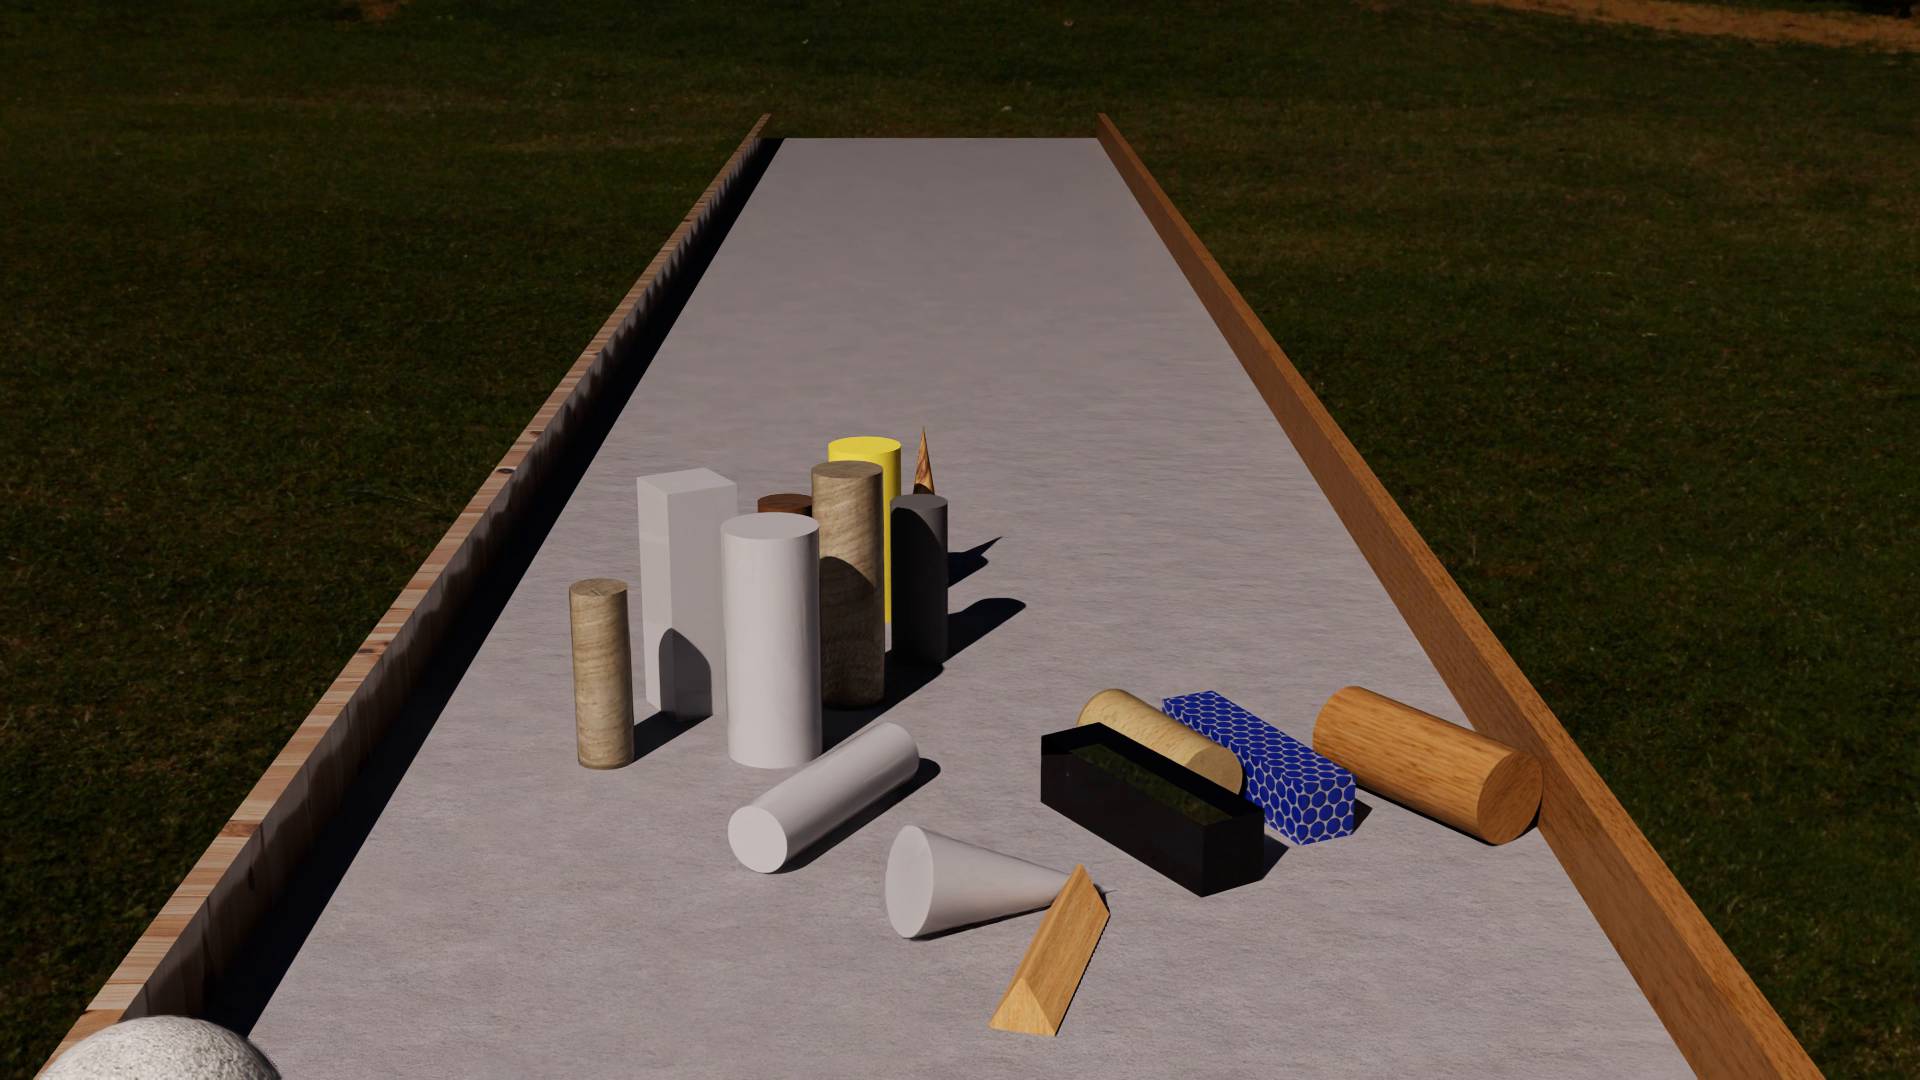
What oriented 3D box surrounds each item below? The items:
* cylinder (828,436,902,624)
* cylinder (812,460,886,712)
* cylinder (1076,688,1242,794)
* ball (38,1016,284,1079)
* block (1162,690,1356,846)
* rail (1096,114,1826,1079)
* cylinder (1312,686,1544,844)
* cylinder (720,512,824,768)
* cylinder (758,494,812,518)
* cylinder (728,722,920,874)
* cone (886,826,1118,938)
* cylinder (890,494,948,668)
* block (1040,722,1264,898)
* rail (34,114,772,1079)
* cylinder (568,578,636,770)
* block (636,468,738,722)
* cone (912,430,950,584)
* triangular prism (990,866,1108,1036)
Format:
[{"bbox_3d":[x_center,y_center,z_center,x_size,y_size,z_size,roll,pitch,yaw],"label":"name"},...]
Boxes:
[{"bbox_3d":[-0.199,-0.020,4.645,0.152,0.370,0.152,0,17,0],"label":"cylinder"},{"bbox_3d":[-0.209,0.086,4.141,0.134,0.454,0.134,0,17,0],"label":"cylinder"},{"bbox_3d":[0.337,0.366,3.762,0.134,0.134,0.311,-9,19,-27],"label":"cylinder"},{"bbox_3d":[-0.880,0.678,2.409,0.307,0.307,0.307,0,17,0],"label":"ball"},{"bbox_3d":[0.502,0.383,3.758,0.103,0.103,0.440,-8,18,-25],"label":"block"},{"bbox_3d":[0.932,-0.844,7.801,0.050,0.150,12.000,0,17,-1],"label":"rail"},{"bbox_3d":[0.780,0.373,3.694,0.158,0.158,0.371,-12,20,-34],"label":"cylinder"},{"bbox_3d":[-0.332,0.176,3.896,0.172,0.420,0.172,0,17,0],"label":"cylinder"},{"bbox_3d":[-0.340,0.083,4.362,0.115,0.333,0.115,0,17,0],"label":"cylinder"},{"bbox_3d":[-0.218,0.419,3.622,0.112,0.112,0.410,9,19,28],"label":"cylinder"},{"bbox_3d":[0.085,0.523,3.328,0.360,0.165,0.165,7,12,-26],"label":"cone"},{"bbox_3d":[-0.081,0.080,4.384,0.114,0.326,0.114,0,17,0],"label":"cylinder"},{"bbox_3d":[0.304,0.430,3.569,0.120,0.120,0.438,-10,19,-31],"label":"block"},{"bbox_3d":[-1.118,-0.838,7.780,0.050,0.150,12.000,0,17,-1],"label":"rail"},{"bbox_3d":[-0.628,0.236,3.867,0.101,0.322,0.101,0,17,0],"label":"cylinder"},{"bbox_3d":[-0.504,0.101,4.114,0.139,0.440,0.139,-10,19,-29],"label":"block"},{"bbox_3d":[-0.080,-0.078,4.861,0.115,0.358,0.115,0,17,0],"label":"cone"},{"bbox_3d":[0.132,0.577,3.142,0.092,0.079,0.372,4,17,14],"label":"triangular prism"}]
